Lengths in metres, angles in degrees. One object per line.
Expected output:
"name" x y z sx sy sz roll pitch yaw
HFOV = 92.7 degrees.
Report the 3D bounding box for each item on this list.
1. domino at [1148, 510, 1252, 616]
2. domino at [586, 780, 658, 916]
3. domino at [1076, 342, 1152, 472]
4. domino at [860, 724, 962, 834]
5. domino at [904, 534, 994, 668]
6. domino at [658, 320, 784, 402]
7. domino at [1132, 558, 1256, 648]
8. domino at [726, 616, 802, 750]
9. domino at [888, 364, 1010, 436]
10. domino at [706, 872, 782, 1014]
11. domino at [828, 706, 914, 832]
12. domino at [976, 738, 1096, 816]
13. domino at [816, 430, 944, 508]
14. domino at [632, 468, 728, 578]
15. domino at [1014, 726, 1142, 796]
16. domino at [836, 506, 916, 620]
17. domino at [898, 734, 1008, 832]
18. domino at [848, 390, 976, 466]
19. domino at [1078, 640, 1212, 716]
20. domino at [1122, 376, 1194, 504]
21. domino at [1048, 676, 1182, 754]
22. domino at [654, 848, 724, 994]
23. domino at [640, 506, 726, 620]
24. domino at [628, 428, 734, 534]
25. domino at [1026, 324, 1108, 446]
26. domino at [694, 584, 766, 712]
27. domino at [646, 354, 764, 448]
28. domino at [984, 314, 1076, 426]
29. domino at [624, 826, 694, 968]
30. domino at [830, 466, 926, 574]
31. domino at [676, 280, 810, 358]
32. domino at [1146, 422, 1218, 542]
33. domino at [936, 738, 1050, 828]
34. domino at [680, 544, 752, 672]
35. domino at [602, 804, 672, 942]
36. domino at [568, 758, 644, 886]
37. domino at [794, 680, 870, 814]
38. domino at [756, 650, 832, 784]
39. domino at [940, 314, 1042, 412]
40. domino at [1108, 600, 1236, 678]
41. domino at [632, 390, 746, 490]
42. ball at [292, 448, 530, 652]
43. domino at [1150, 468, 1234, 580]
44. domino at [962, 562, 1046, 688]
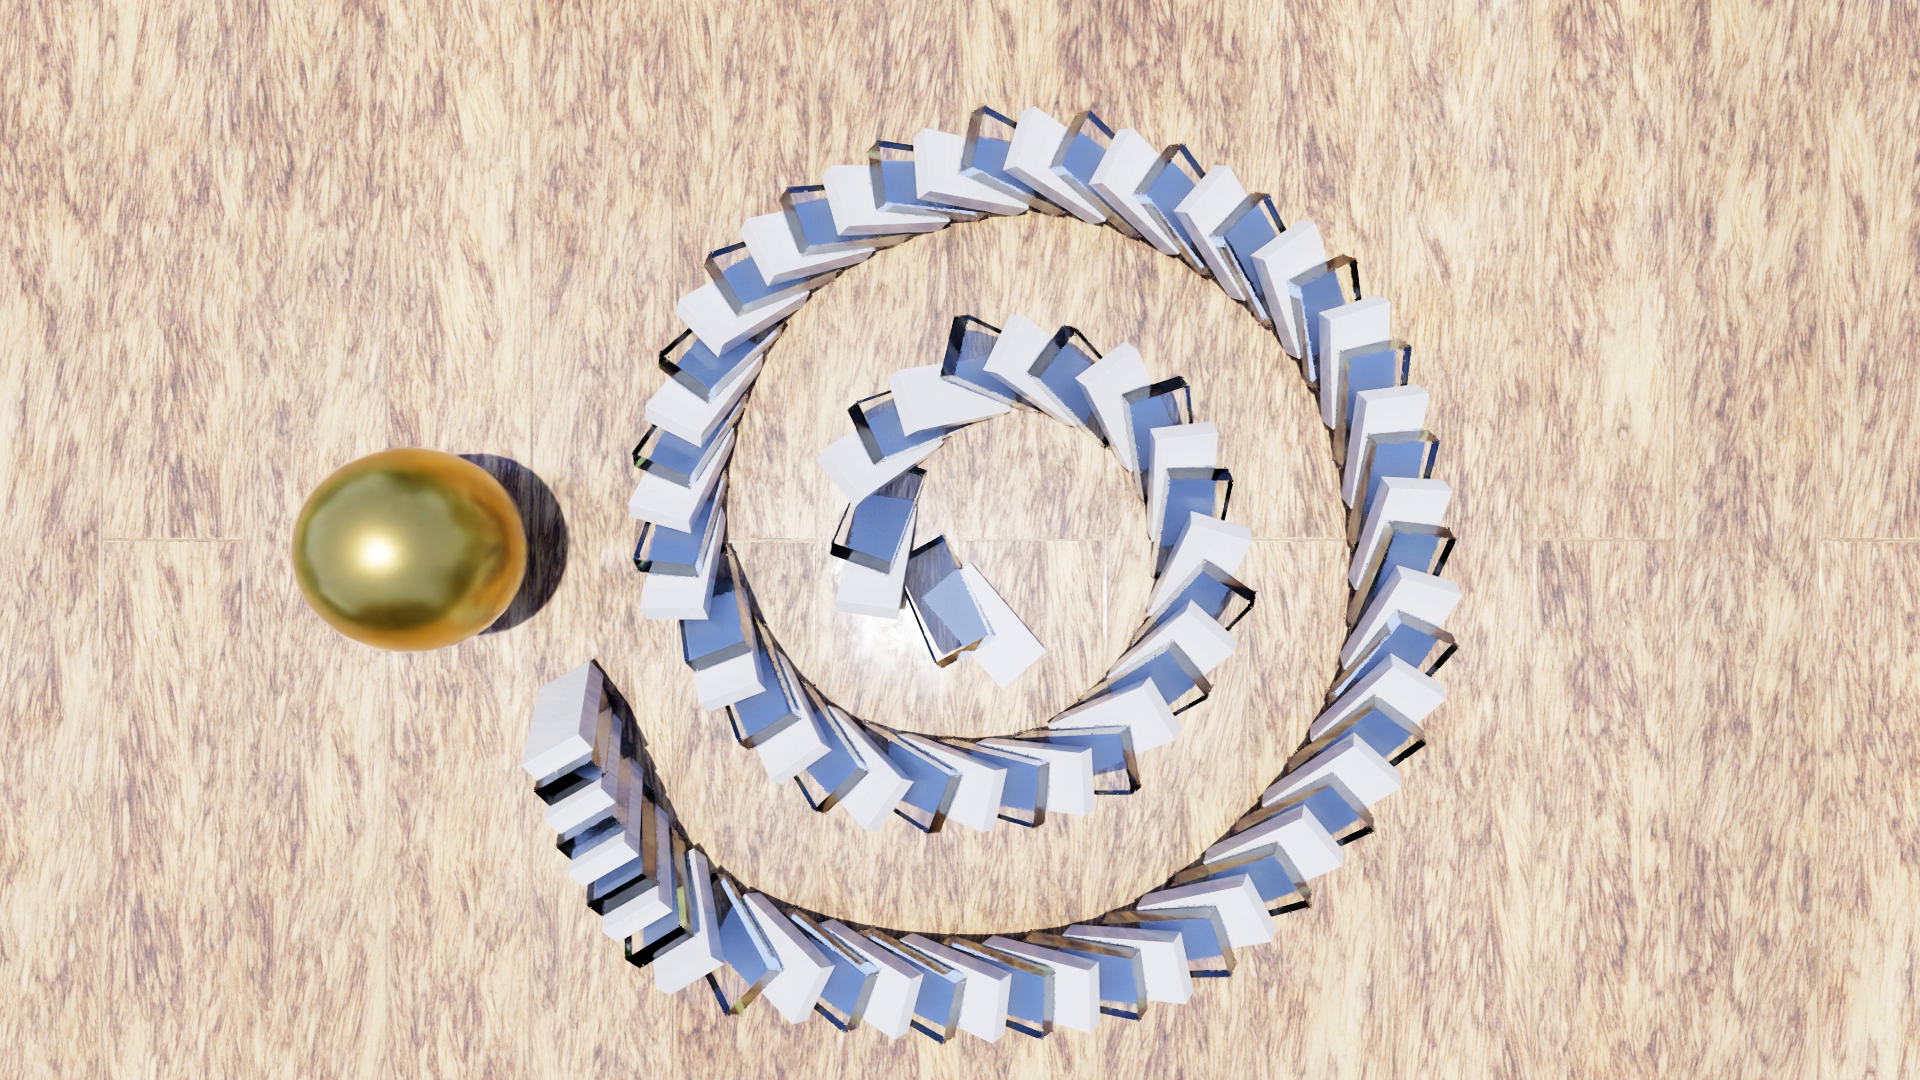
"domino" 0.099 0.014 0.381 0.025 0.010 0.050 16 127 0
"domino" -0.139 0.125 0.377 0.025 0.050 0.010 -30 126 0
"domino" 0.070 -0.054 0.381 0.025 0.010 0.050 -36 128 0
"domino" -0.025 0.098 0.382 0.050 0.009 0.025 21 90 35
"domino" -0.007 0.025 0.383 0.025 0.010 0.050 -29 62 6
"domino" -0.099 -0.082 0.382 0.025 0.010 0.050 35 56 0
"domino" 0.097 0.034 0.382 0.025 0.010 0.050 34 126 -1
"domino" -0.087 0.059 0.382 0.025 0.010 0.050 -31 56 0
"domino" -0.004 -0.061 0.382 0.050 0.009 0.025 -17 90 -36
"domino" -0.097 0.167 0.382 0.025 0.010 0.050 -46 54 0
"domino" -0.045 0.095 0.382 0.050 0.010 0.025 36 90 35
"domino" 0.031 0.098 0.382 0.050 0.009 0.025 -3 91 35
"domino" -0.033 -0.037 0.381 0.025 0.010 0.050 51 53 1
"domino" -0.116 -0.009 0.382 0.025 0.009 0.050 6 56 0
"domino" 0.048 0.092 0.382 0.050 0.009 0.025 -11 91 35
"domino" -0.034 0.007 0.382 0.025 0.009 0.050 8 57 0
"domino" -0.006 0.100 0.382 0.050 0.010 0.025 12 90 35
"domino" -0.020 -0.051 0.382 0.050 0.009 0.025 -26 90 -36
"domino" 0.077 0.065 0.382 0.025 0.010 0.050 50 125 0
"domino" 0.084 -0.041 0.381 0.025 0.010 0.050 -18 127 -1
"domino" 0.064 0.078 0.382 0.050 0.009 0.025 -32 90 36
"domino" -0.115 0.157 0.379 0.025 0.050 0.009 -30 134 1
"domino" -0.115 0.009 0.382 0.025 0.010 0.050 0 55 0
"domino" -0.115 -0.029 0.382 0.025 0.010 0.050 16 56 0
"domino" 0.052 -0.063 0.381 0.050 0.010 0.025 37 90 -38
"domino" -0.099 0.044 0.382 0.025 0.009 0.050 -21 56 0
"domino" -0.106 -0.064 0.382 0.025 0.010 0.050 27 56 0
"domino" 0.035 -0.070 0.381 0.050 0.010 0.025 27 89 -38
"domino" -0.125 0.146 0.377 0.025 0.050 0.009 -31 128 0
"domino" -0.033 -0.012 0.382 0.025 0.009 0.050 18 55 0
"domino" -0.090 -0.099 0.382 0.025 0.010 0.050 46 55 0
"domino" 0.092 -0.024 0.381 0.025 0.010 0.050 -7 126 0
"domino" 0.012 0.100 0.382 0.050 0.009 0.025 5 90 35
"domino" -0.104 0.028 0.382 0.025 0.009 0.050 -20 55 0
"domino" -0.133 0.136 0.377 0.025 0.050 0.010 -30 126 0
"domino" -0.145 0.114 0.376 0.025 0.050 0.010 -29 122 0
"domino" -0.061 0.086 0.382 0.025 0.009 0.050 -43 55 1
"domino" -0.076 0.073 0.382 0.025 0.010 0.050 -35 56 0
"domino" 0.016 -0.072 0.380 0.050 0.010 0.025 15 87 -39
"domino" 0.088 0.050 0.382 0.025 0.009 0.050 41 125 0
"domino" -0.112 -0.047 0.382 0.025 0.010 0.050 22 56 0
"ball" -0.213 0.004 0.360 0.080 0.080 0.080 0 90 0
"domino" 0.096 -0.006 0.382 0.025 0.009 0.050 1 126 0
"domino" 0.011 0.037 0.395 0.025 0.009 0.050 -41 90 0
